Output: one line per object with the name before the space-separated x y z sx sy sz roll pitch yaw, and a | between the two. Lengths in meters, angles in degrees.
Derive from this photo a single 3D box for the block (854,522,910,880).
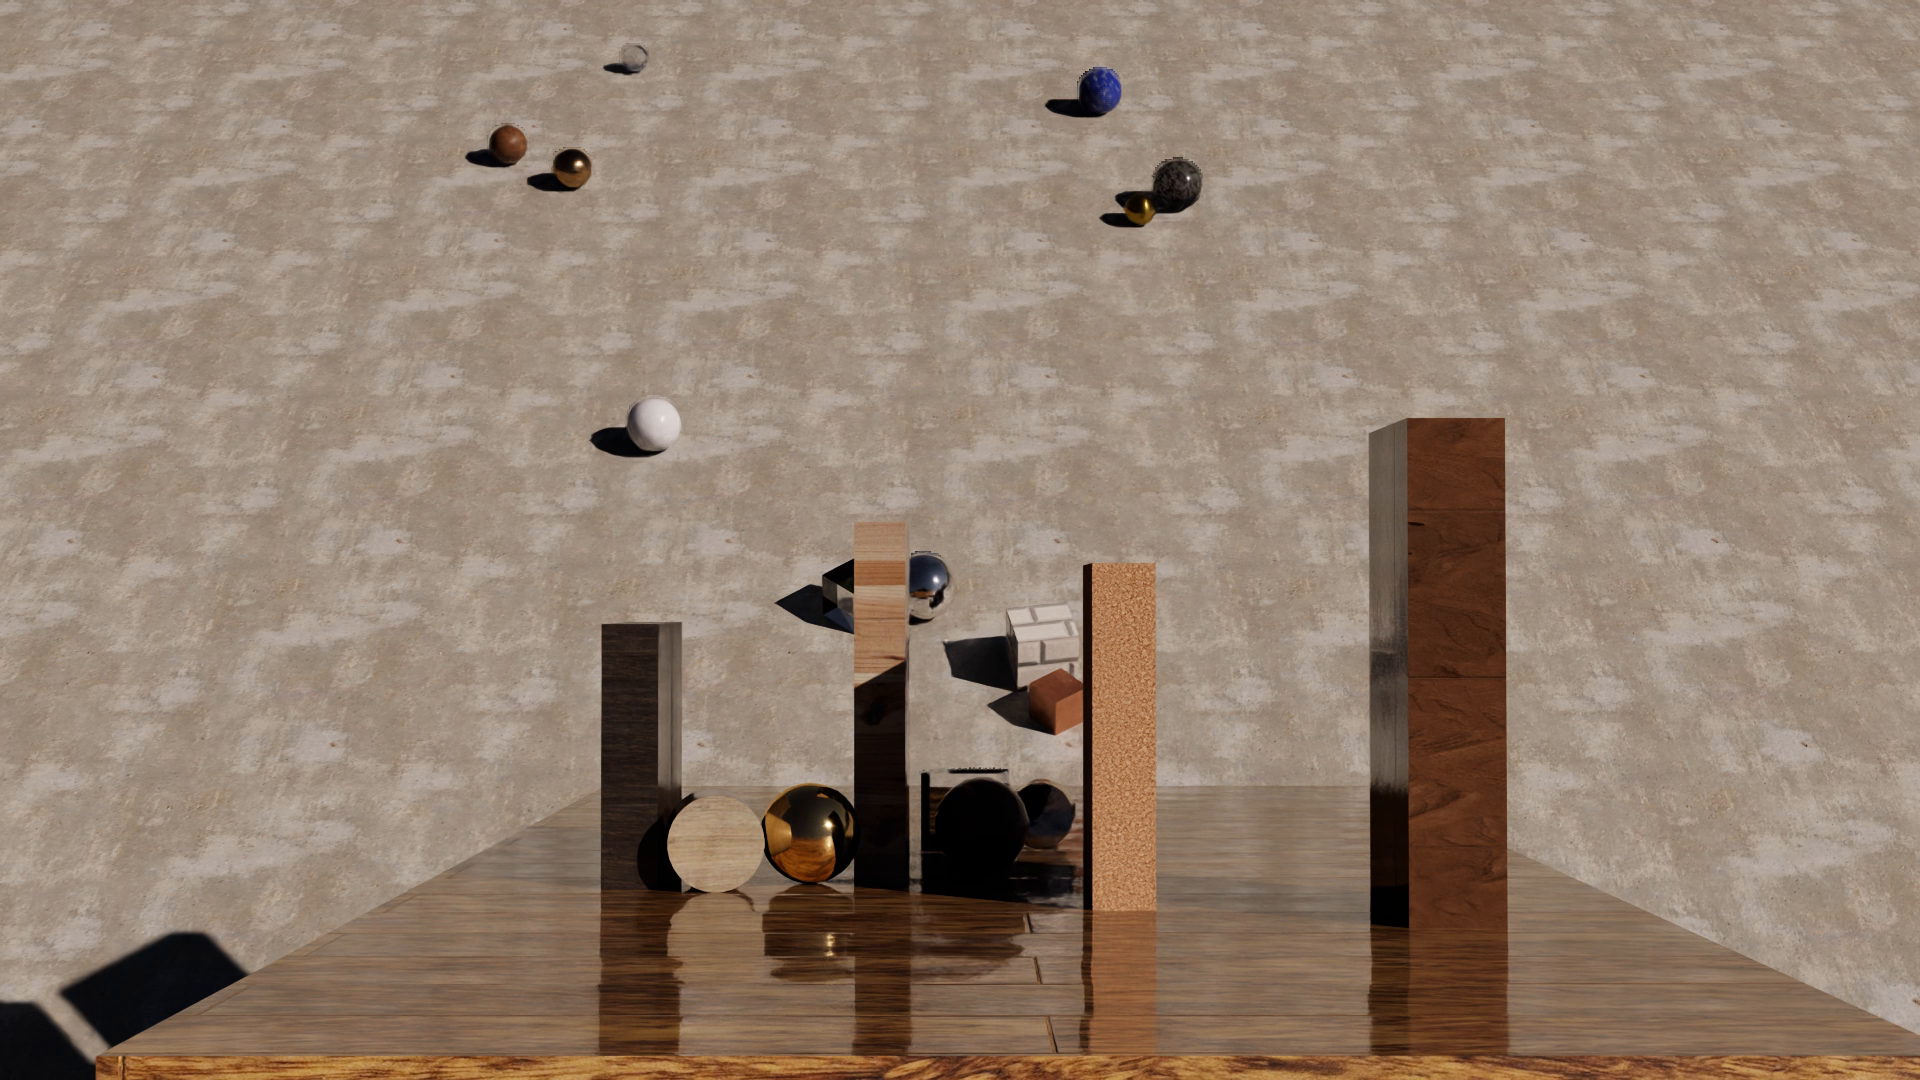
block | -0.140 0.284 4.700 0.089 0.623 0.372 0 -1 0

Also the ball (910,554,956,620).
ball | -0.105 0.135 7.517 0.190 0.190 0.190 0 34 0

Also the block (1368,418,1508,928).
block | 0.740 0.201 4.043 0.146 0.759 0.364 0 -1 0

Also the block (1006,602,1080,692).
block | 0.230 0.300 7.284 0.172 0.172 0.172 -6 34 -8

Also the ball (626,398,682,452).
ball | -0.978 -0.367 8.289 0.174 0.174 0.174 0 34 0

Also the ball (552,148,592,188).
ball | -1.478 -1.415 9.888 0.150 0.150 0.150 0 34 0

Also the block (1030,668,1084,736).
block | 0.270 0.443 7.122 0.113 0.113 0.113 -24 40 -31

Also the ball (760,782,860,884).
ball | -0.257 0.504 4.464 0.173 0.173 0.173 0 34 0

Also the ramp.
ramp | 0.074 0.647 4.776 2.000 0.100 4.000 0 -1 0

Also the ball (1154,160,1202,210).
ball | 0.817 -1.332 9.733 0.185 0.185 0.185 0 34 0

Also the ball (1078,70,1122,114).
ball | 0.566 -1.806 10.454 0.175 0.175 0.175 0 34 0

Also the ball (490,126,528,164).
ball | -1.753 -1.534 10.069 0.147 0.147 0.147 0 34 0

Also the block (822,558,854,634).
block | -0.299 0.160 7.524 0.140 0.140 0.140 -28 43 -36

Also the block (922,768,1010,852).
block | 0.012 0.529 5.084 0.151 0.151 0.151 0 -1 8

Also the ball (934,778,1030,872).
ball | 0.039 0.510 4.648 0.169 0.169 0.169 0 34 0

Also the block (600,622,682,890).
block | -0.556 0.369 4.554 0.096 0.447 0.372 0 -1 0

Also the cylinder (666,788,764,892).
cylinder | -0.417 0.508 4.404 0.162 0.162 0.162 -5 -1 -8

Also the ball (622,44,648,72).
ball | -1.354 -2.008 10.815 0.113 0.113 0.113 0 34 0

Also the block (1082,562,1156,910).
block | 0.258 0.312 4.230 0.100 0.545 0.306 0 -1 0

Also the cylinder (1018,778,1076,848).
cylinder | 0.163 0.542 5.145 0.127 0.127 0.127 3 -1 4

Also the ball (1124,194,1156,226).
ball | 0.668 -1.228 9.637 0.116 0.116 0.116 0 34 0
